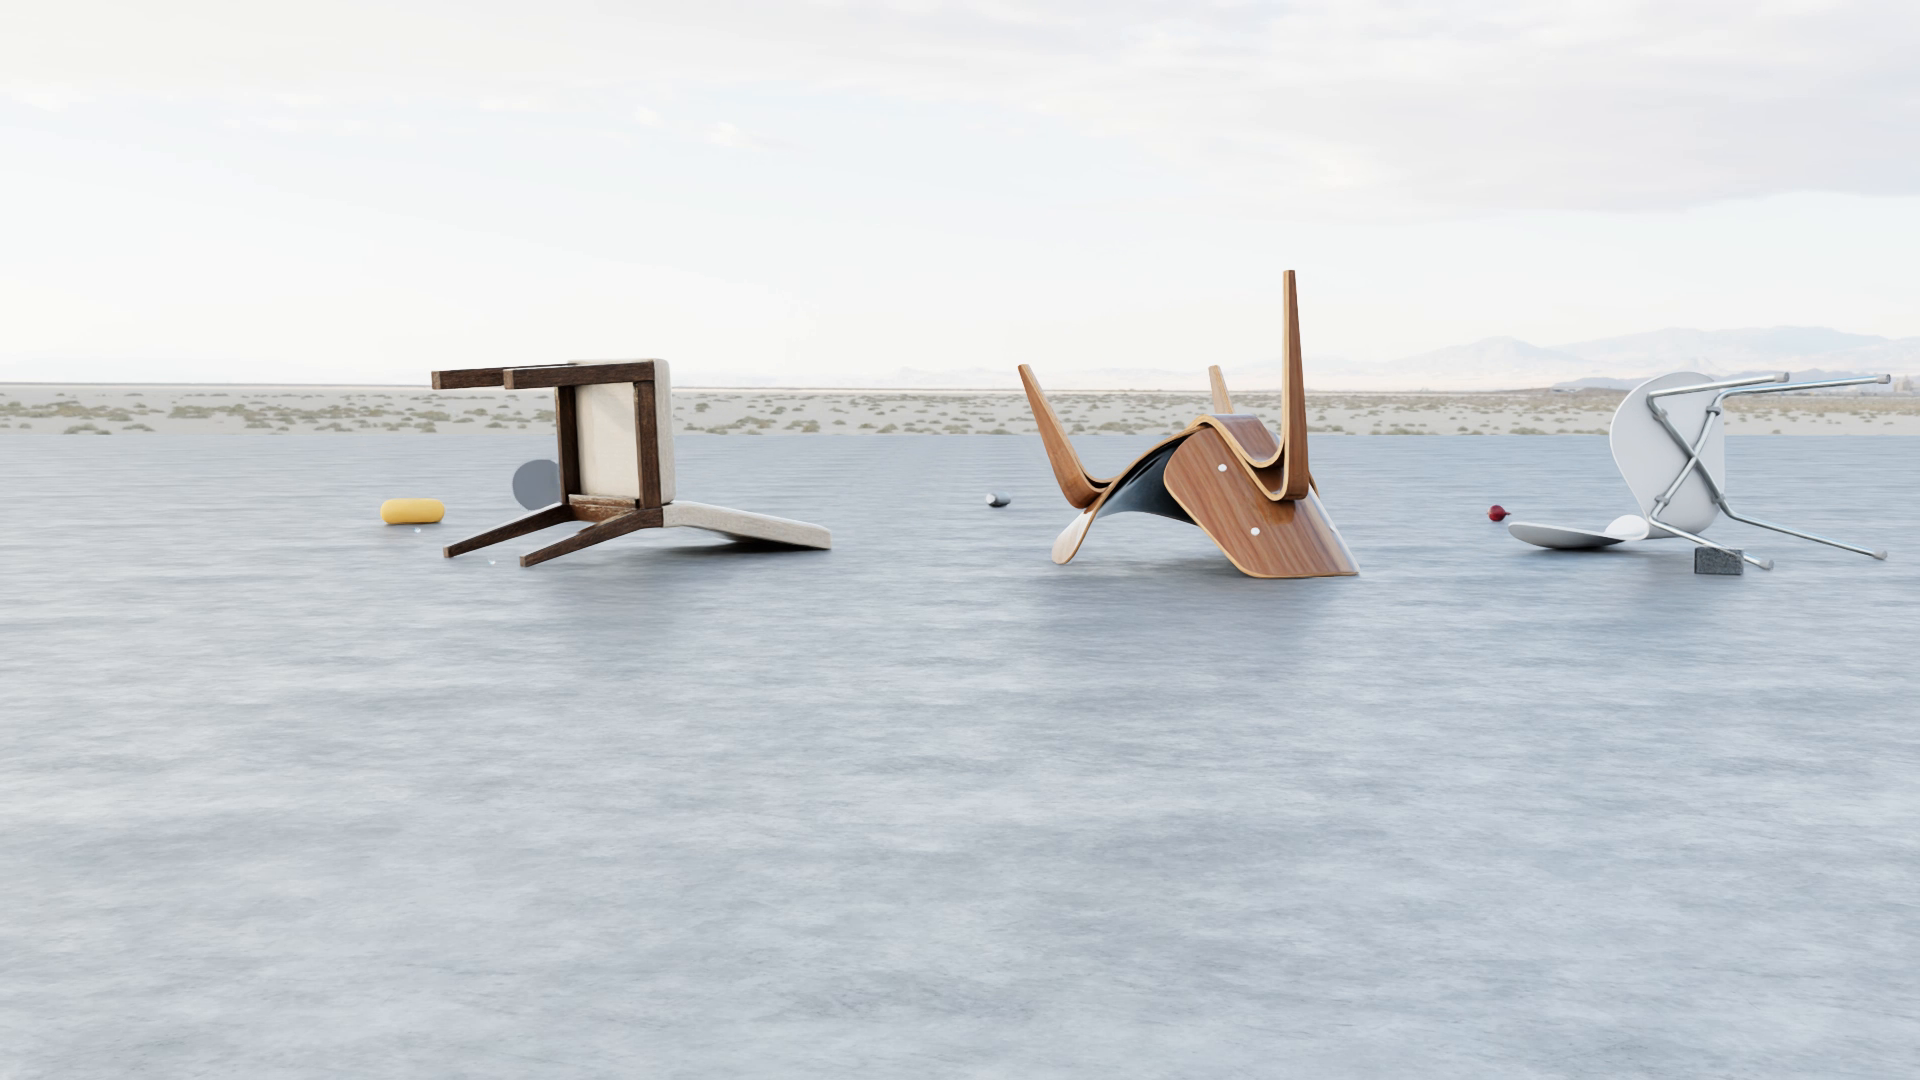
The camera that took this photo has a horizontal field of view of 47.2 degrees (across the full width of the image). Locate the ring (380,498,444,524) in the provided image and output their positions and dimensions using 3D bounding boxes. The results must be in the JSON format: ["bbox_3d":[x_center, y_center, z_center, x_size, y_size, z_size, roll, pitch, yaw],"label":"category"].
[{"bbox_3d":[-1.832,-0.096,7.366,0.139,0.082,0.236,5,5,42],"label":"ring"}]

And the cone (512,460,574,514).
[{"bbox_3d":[-1.520,-0.148,7.991,0.220,0.231,0.181,-17,-23,-23],"label":"cone"}]

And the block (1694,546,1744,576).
[{"bbox_3d":[1.846,0.051,5.347,0.107,0.063,0.057,2,4,27],"label":"block"}]
